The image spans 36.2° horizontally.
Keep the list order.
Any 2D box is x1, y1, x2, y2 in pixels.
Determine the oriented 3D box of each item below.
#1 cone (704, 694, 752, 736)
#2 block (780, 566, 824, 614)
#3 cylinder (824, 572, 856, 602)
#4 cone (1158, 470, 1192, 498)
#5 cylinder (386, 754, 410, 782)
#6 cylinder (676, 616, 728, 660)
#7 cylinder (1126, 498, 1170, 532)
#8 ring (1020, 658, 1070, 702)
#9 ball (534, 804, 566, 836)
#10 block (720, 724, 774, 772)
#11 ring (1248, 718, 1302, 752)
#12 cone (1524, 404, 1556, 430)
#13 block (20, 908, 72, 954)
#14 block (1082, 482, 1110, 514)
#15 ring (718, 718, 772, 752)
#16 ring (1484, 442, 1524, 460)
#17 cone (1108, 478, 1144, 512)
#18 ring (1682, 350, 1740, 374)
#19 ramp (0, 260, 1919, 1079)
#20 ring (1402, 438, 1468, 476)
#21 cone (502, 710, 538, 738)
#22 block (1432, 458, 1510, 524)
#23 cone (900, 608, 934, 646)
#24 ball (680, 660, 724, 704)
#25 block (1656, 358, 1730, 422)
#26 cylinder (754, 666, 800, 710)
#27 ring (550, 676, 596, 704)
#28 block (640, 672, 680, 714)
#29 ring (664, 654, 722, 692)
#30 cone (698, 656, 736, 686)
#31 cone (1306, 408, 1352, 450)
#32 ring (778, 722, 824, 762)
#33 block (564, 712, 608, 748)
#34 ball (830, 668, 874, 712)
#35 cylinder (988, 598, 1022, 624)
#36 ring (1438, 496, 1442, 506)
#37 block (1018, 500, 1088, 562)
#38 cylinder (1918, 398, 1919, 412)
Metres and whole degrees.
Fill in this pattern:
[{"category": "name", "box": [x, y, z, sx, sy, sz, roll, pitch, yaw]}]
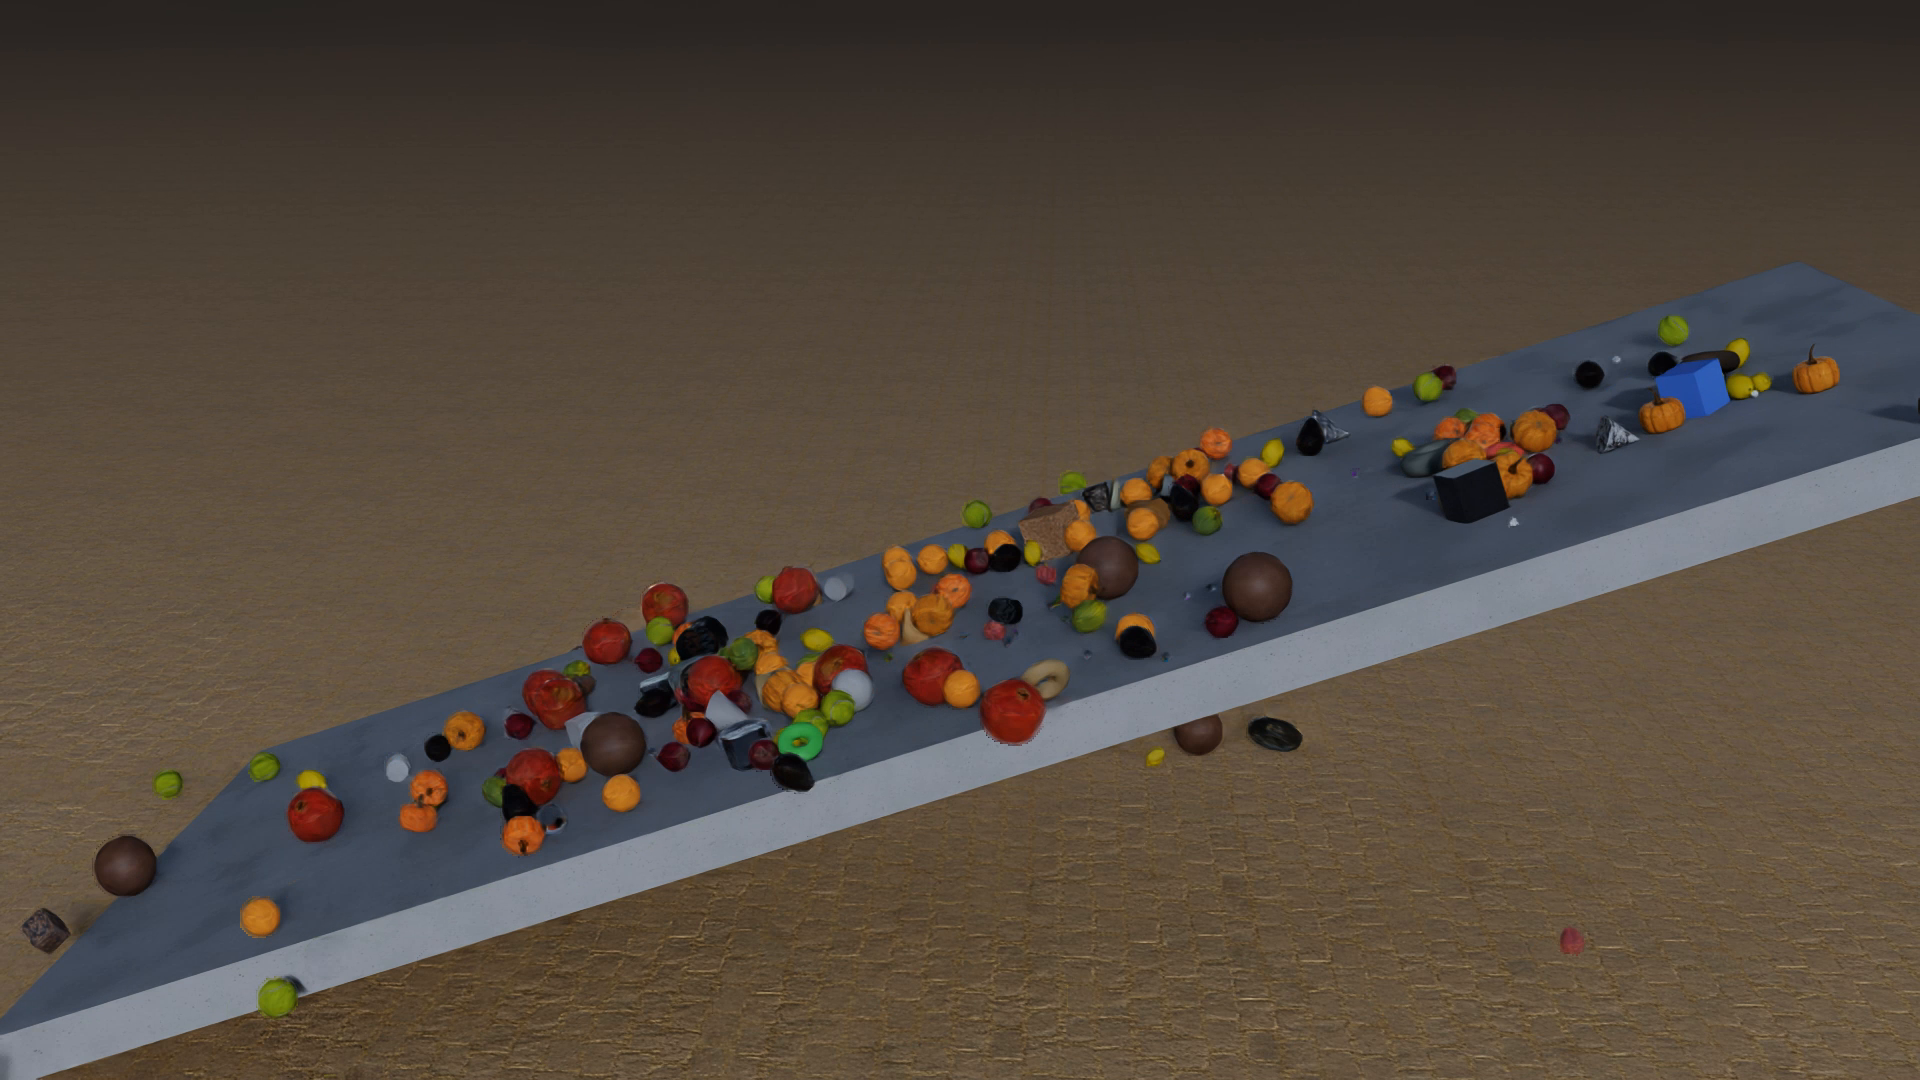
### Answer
[{"category": "cone", "box": [-0.458, 0.360, 5.973, 0.092, 0.092, 0.092, 3, 12, 23]}, {"category": "block", "box": [-0.376, 0.116, 6.972, 0.080, 0.080, 0.080, -18, 11, 2]}, {"category": "cylinder", "box": [-0.282, 0.108, 6.903, 0.057, 0.057, 0.057, 4, 15, 17]}, {"category": "cone", "box": [0.502, -0.113, 6.755, 0.074, 0.074, 0.074, 25, 18, 12]}, {"category": "cylinder", "box": [-1.254, 0.509, 6.560, 0.051, 0.051, 0.051, -2, 9, -8]}, {"category": "cylinder", "box": [-0.588, 0.232, 6.712, 0.092, 0.092, 0.092, 3, 16, 13]}, {"category": "cylinder", "box": [0.415, -0.055, 6.510, 0.070, 0.070, 0.070, -11, 3, -42]}, {"category": "ring", "box": [0.154, 0.255, 5.338, 0.099, 0.099, 0.033, -6, 45, -26]}, {"category": "ball", "box": [-0.780, 0.534, 5.600, 0.060, 0.060, 0.060, 0, 12, 0]}, {"category": "block", "box": [-0.408, 0.398, 5.633, 0.067, 0.067, 0.067, -23, 11, -21]}, {"category": "ring", "box": [0.831, 0.513, 7.767, 0.147, 0.049, 0.147, 16, -23, 7]}, {"category": "cone", "box": [1.232, -0.245, 6.190, 0.061, 0.061, 0.061, 25, 8, -10]}, {"category": "block", "box": [-1.871, 0.800, 6.021, 0.059, 0.059, 0.059, 44, -4, 31]}, {"category": "block", "box": [0.325, -0.098, 6.932, 0.053, 0.053, 0.053, -16, 11, 13]}, {"category": "ring", "box": [-0.426, 0.385, 5.812, 0.113, 0.038, 0.113, -17, 12, 4]}, {"category": "ring", "box": [1.119, -0.182, 6.048, 0.083, 0.028, 0.083, -9, 10, 1]}, {"category": "cone", "box": [0.392, -0.100, 6.866, 0.082, 0.082, 0.082, 9, 11, -4]}, {"category": "ring", "box": [1.562, -0.368, 6.121, 0.120, 0.040, 0.120, -4, -4, 0]}, {"category": "ramp", "box": [0.104, 0.181, 6.308, 4.000, 0.100, 2.000, -18, 11, 6]}, {"category": "ring", "box": [0.996, -0.173, 6.168, 0.147, 0.049, 0.147, -19, 9, 3]}, {"category": "cone", "box": [-0.987, 0.412, 6.648, 0.074, 0.074, 0.074, -10, 15, -26]}, {"category": "block", "box": [0.985, -0.094, 5.667, 0.093, 0.093, 0.093, -21, 11, -12]}, {"category": "cone", "box": [-0.103, 0.174, 6.222, 0.075, 0.075, 0.075, -18, 11, 3]}, {"category": "ball", "box": [-0.550, 0.304, 6.279, 0.095, 0.095, 0.095, 0, 12, 0]}, {"category": "block", "box": [1.468, -0.301, 5.891, 0.092, 0.092, 0.092, -28, 14, -39]}, {"category": "cylinder", "box": [-0.376, 0.304, 6.042, 0.072, 0.072, 0.072, -18, 11, 5]}, {"category": "ring", "box": [-0.898, 0.346, 6.818, 0.113, 0.038, 0.113, -19, 11, 4]}, {"category": "block", "box": [-0.653, 0.333, 6.390, 0.064, 0.064, 0.064, -18, 11, 1]}, {"category": "ring", "box": [-0.595, 0.296, 6.519, 0.149, 0.050, 0.149, -22, 9, 4]}, {"category": "cone", "box": [-0.532, 0.301, 6.407, 0.090, 0.090, 0.090, 8, 11, -4]}, {"category": "cone", "box": [0.859, -0.249, 6.807, 0.097, 0.097, 0.097, 10, 13, 5]}, {"category": "ring", "box": [-0.300, 0.381, 5.537, 0.087, 0.029, 0.087, -4, 49, 5]}, {"category": "block", "box": [-0.799, 0.406, 6.286, 0.059, 0.059, 0.059, -26, 13, -34]}, {"category": "ball", "box": [-0.211, 0.295, 5.762, 0.087, 0.087, 0.087, 0, 12, 0]}, {"category": "cylinder", "box": [0.095, 0.147, 6.076, 0.053, 0.053, 0.053, -6, 6, -26]}, {"category": "ring", "box": [0.995, -0.092, 5.792, 0.114, 0.038, 0.114, -19, 11, 4]}, {"category": "block", "box": [0.208, -0.019, 6.601, 0.099, 0.099, 0.099, -12, 12, 32]}, {"category": "cylinder", "box": [1.734, -0.235, 5.198, 0.057, 0.057, 0.057, -20, 15, -7]}]
